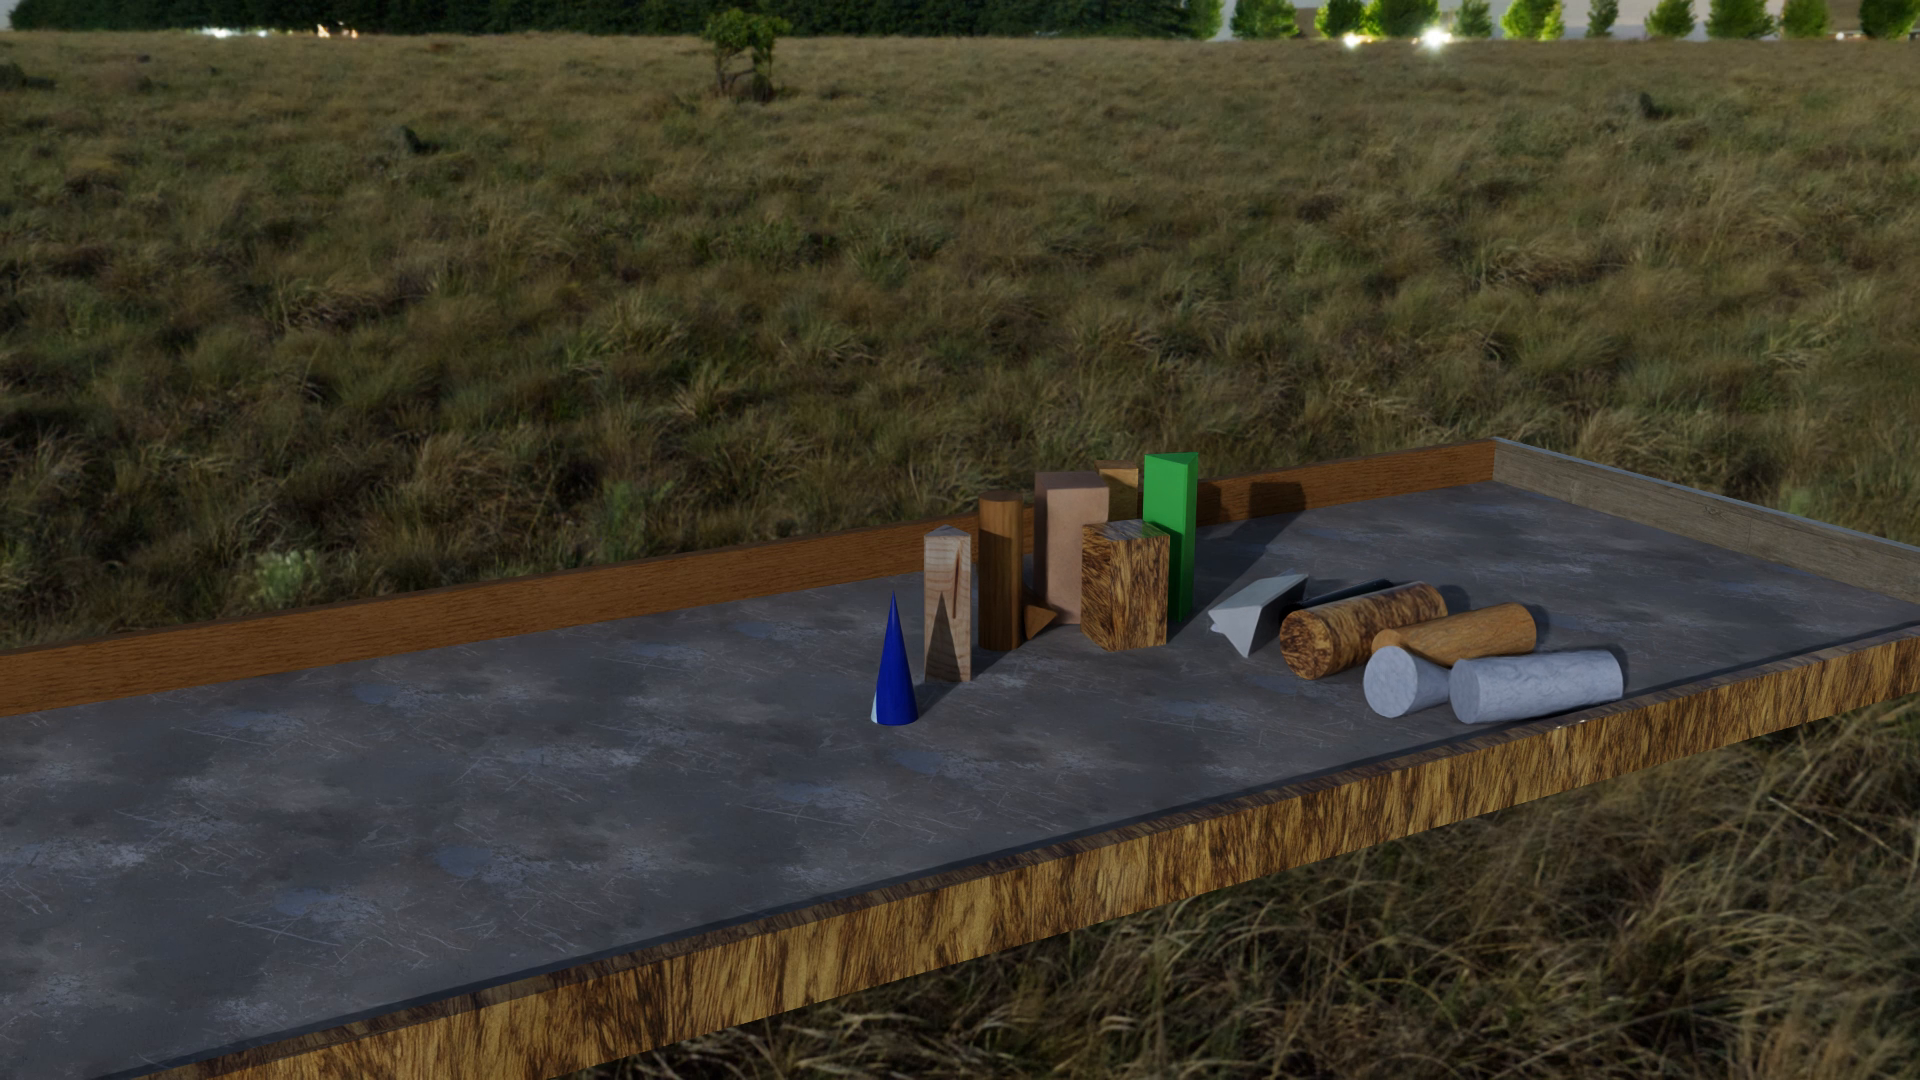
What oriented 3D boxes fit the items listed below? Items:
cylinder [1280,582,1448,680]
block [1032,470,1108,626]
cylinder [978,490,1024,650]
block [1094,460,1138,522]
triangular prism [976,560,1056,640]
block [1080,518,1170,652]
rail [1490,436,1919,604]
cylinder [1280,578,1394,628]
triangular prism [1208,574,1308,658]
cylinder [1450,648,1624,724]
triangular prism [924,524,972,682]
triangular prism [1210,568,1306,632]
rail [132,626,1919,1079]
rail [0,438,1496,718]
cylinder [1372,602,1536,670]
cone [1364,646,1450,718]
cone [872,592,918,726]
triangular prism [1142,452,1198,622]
[{"bbox_3d":[1.045,0.230,4.257,0.431,0.178,0.178,-11,19,-32],"label":"cylinder"},{"bbox_3d":[0.304,0.020,4.582,0.170,0.391,0.170,-2,19,-8],"label":"block"},{"bbox_3d":[0.107,0.081,4.356,0.117,0.408,0.117,0,16,0],"label":"cylinder"},{"bbox_3d":[0.453,-0.041,4.838,0.113,0.371,0.113,-1,16,-3],"label":"block"},{"bbox_3d":[0.134,0.145,4.611,0.107,0.092,0.418,-42,23,-2],"label":"triangular prism"},{"bbox_3d":[0.440,0.119,4.412,0.172,0.304,0.172,-6,17,-20],"label":"block"},{"bbox_3d":[2.466,-0.048,5.253,0.050,0.150,2.100,-9,18,-27],"label":"rail"},{"bbox_3d":[1.031,0.197,4.467,0.358,0.123,0.123,-13,21,-37],"label":"cylinder"},{"bbox_3d":[0.825,0.171,4.413,0.153,0.132,0.324,52,35,11],"label":"triangular prism"},{"bbox_3d":[1.362,0.346,3.905,0.361,0.154,0.154,-3,17,-10],"label":"cylinder"},{"bbox_3d":[-0.033,0.158,4.137,0.114,0.383,0.099,-1,16,-3],"label":"triangular prism"},{"bbox_3d":[0.844,0.166,4.620,0.104,0.090,0.390,12,20,35],"label":"triangular prism"},{"bbox_3d":[-2.336,1.006,1.665,12.000,0.150,0.050,-9,18,-27],"label":"rail"},{"bbox_3d":[-3.305,0.497,3.399,12.000,0.150,0.050,-9,18,-27],"label":"rail"},{"bbox_3d":[1.258,0.264,4.195,0.428,0.147,0.147,-9,19,-28],"label":"cylinder"},{"bbox_3d":[1.170,0.352,4.007,0.352,0.171,0.171,6,11,-31],"label":"cone"},{"bbox_3d":[-0.155,0.267,3.880,0.115,0.319,0.115,0,16,0],"label":"cone"},{"bbox_3d":[0.611,-0.016,4.609,0.132,0.451,0.153,-14,21,-39],"label":"triangular prism"}]
